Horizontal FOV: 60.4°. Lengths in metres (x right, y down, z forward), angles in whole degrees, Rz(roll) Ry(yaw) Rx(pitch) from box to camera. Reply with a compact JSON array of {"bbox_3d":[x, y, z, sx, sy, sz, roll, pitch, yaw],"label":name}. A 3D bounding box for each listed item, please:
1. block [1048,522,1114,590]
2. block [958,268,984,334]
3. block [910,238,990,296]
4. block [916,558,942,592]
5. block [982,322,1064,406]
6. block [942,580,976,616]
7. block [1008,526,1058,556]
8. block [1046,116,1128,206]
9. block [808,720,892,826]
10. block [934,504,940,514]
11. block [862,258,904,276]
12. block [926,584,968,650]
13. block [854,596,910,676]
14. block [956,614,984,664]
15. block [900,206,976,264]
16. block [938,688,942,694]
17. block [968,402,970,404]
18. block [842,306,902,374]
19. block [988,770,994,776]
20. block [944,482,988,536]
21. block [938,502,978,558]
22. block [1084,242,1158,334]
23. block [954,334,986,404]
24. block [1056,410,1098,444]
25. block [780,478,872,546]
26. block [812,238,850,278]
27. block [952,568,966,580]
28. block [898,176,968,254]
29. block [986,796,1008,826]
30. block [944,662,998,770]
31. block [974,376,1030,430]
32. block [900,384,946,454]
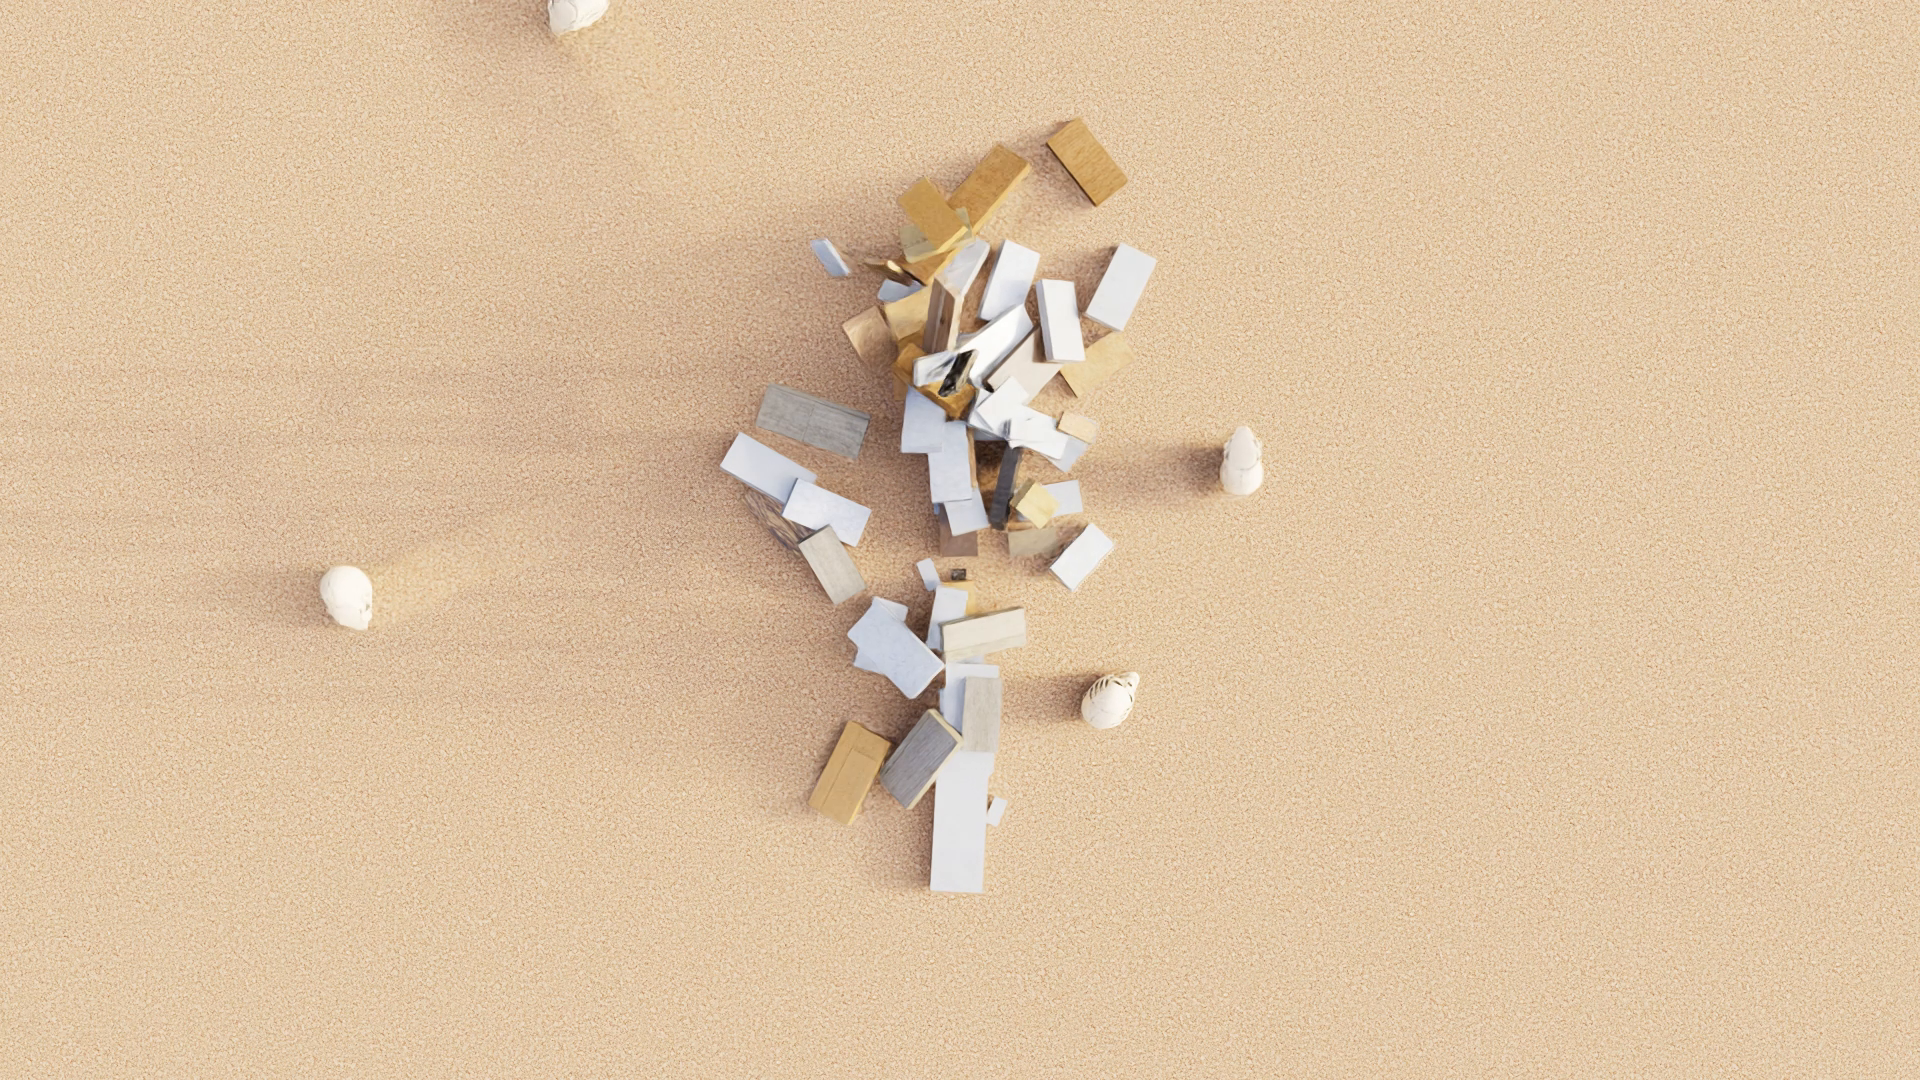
[{"bbox_3d":[0.399,0.055,5.454,0.107,0.030,0.213,45,76,-6],"label":"block"},{"bbox_3d":[-0.001,-0.734,5.477,0.162,0.046,0.324,0,90,0],"label":"block"},{"bbox_3d":[-0.049,-0.859,5.414,0.162,0.046,0.324,26,80,15],"label":"block"},{"bbox_3d":[-0.102,0.115,5.493,0.051,0.015,0.103,-22,90,0],"label":"block"},{"bbox_3d":[0.218,-0.558,5.398,0.304,0.043,0.152,-48,111,-22],"label":"block"},{"bbox_3d":[0.001,0.238,5.462,0.104,0.030,0.209,-4,103,0],"label":"block"},{"bbox_3d":[0.243,0.005,5.489,0.161,0.023,0.081,-6,90,0],"label":"block"},{"bbox_3d":[0.422,-1.256,5.481,0.135,0.038,0.270,-38,90,0],"label":"block"},{"bbox_3d":[-0.365,0.770,5.461,0.154,0.044,0.309,27,90,13],"label":"block"},{"bbox_3d":[-0.036,-0.197,5.448,0.111,0.031,0.221,-3,109,0],"label":"block"},{"bbox_3d":[-0.254,-0.899,5.425,0.068,0.137,0.019,32,80,-40],"label":"block"},{"bbox_3d":[-0.043,0.258,5.403,0.104,0.030,0.209,10,102,-6],"label":"block"},{"bbox_3d":[-0.261,0.319,5.482,0.120,0.034,0.239,17,90,1],"label":"block"},{"bbox_3d":[0.016,0.357,5.459,0.104,0.030,0.209,-12,103,2],"label":"block"},{"bbox_3d":[-0.075,-0.991,5.366,0.230,0.033,0.115,-17,70,10],"label":"block"},{"bbox_3d":[-0.037,0.538,5.478,0.049,0.014,0.097,-14,92,1],"label":"block"},{"bbox_3d":[-0.015,-0.369,5.436,0.111,0.031,0.221,-3,102,1],"label":"block"},{"bbox_3d":[-0.282,-0.646,5.348,0.124,0.248,0.035,-29,58,0],"label":"block"},{"bbox_3d":[0.068,0.749,5.493,0.046,0.013,0.092,-41,90,0],"label":"block"},{"bbox_3d":[0.005,-0.144,5.348,0.120,0.034,0.240,-15,82,-2],"label":"block"},{"bbox_3d":[-0.007,-0.063,5.426,0.120,0.034,0.240,-3,110,0],"label":"block"},{"bbox_3d":[0.533,-0.835,5.464,0.135,0.038,0.270,27,83,0],"label":"block"},{"bbox_3d":[0.003,-0.518,5.443,0.162,0.046,0.324,0,102,0],"label":"block"},{"bbox_3d":[0.378,-0.366,5.338,0.128,0.018,0.064,23,80,-21],"label":"block"},{"bbox_3d":[-0.442,-0.091,5.438,0.271,0.038,0.135,23,90,-19],"label":"block"},{"bbox_3d":[-0.428,-0.931,5.437,0.137,0.068,0.019,55,53,-29],"label":"block"},{"bbox_3d":[-0.003,0.148,5.493,0.051,0.015,0.103,-1,90,0],"label":"block"},{"bbox_3d":[-0.089,-1.053,5.340,0.117,0.033,0.234,-40,69,10],"label":"block"},{"bbox_3d":[0.119,0.904,5.491,0.046,0.013,0.092,24,93,0],"label":"block"},{"bbox_3d":[0.033,0.574,5.399,0.171,0.048,0.341,3,93,0],"label":"block"},{"bbox_3d":[0.133,-0.437,5.253,0.168,0.024,0.084,-44,101,-16],"label":"block"},{"bbox_3d":[-0.113,-0.391,5.279,0.128,0.036,0.256,1,56,6],"label":"block"}]
